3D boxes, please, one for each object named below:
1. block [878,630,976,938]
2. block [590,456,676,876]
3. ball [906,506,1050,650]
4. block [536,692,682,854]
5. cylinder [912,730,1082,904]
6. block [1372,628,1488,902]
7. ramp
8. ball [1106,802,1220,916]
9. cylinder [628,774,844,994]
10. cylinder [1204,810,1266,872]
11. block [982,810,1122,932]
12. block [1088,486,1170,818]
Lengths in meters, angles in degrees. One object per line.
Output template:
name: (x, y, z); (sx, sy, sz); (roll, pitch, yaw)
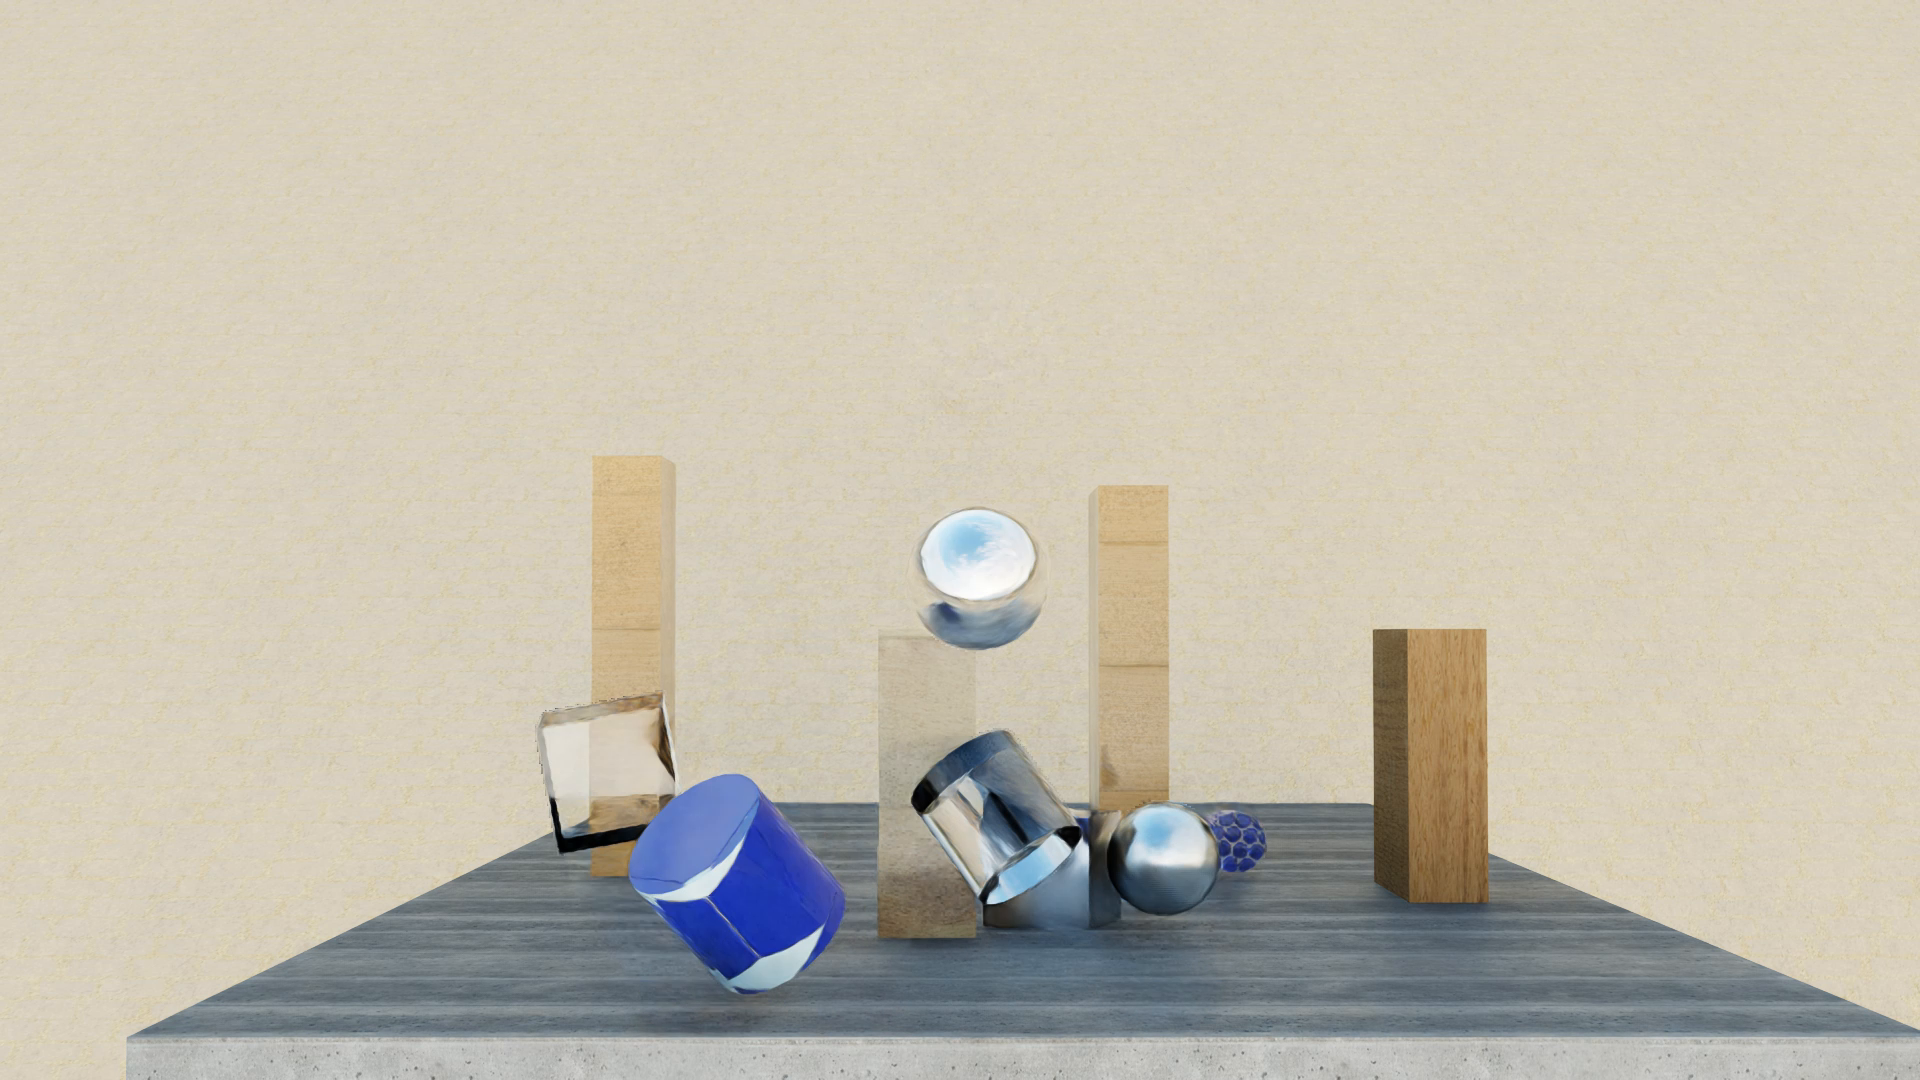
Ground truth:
block: (-0.049, 0.362, 3.950); (0.144, 0.453, 0.254); (0, -2, 0)
block: (-0.617, 0.236, 4.930); (0.127, 0.777, 0.251); (0, -2, 0)
ball: (0.023, 0.048, 3.289); (0.183, 0.183, 0.183); (0, 36, 0)
block: (-0.501, 0.333, 3.749); (0.179, 0.179, 0.179); (-10, 5, -5)
cylinder: (0.052, 0.395, 3.704); (0.176, 0.176, 0.176); (-23, 63, -29)
block: (0.812, 0.382, 4.504); (0.132, 0.454, 0.366); (0, -2, 0)
ramp: (0.079, 0.672, 4.868); (2.000, 0.100, 4.000); (0, -2, 0)
ball: (0.306, 0.479, 3.906); (0.170, 0.170, 0.170); (0, 36, 0)
cylinder: (-0.269, 0.415, 3.140); (0.188, 0.188, 0.188); (-27, 30, 17)
cylinder: (0.493, 0.548, 4.737); (0.107, 0.107, 0.107); (-3, -3, -4)
block: (0.143, 0.506, 4.013); (0.170, 0.170, 0.170); (-1, -2, 20)
block: (0.350, 0.270, 5.433); (0.141, 0.746, 0.402); (0, -2, 0)
